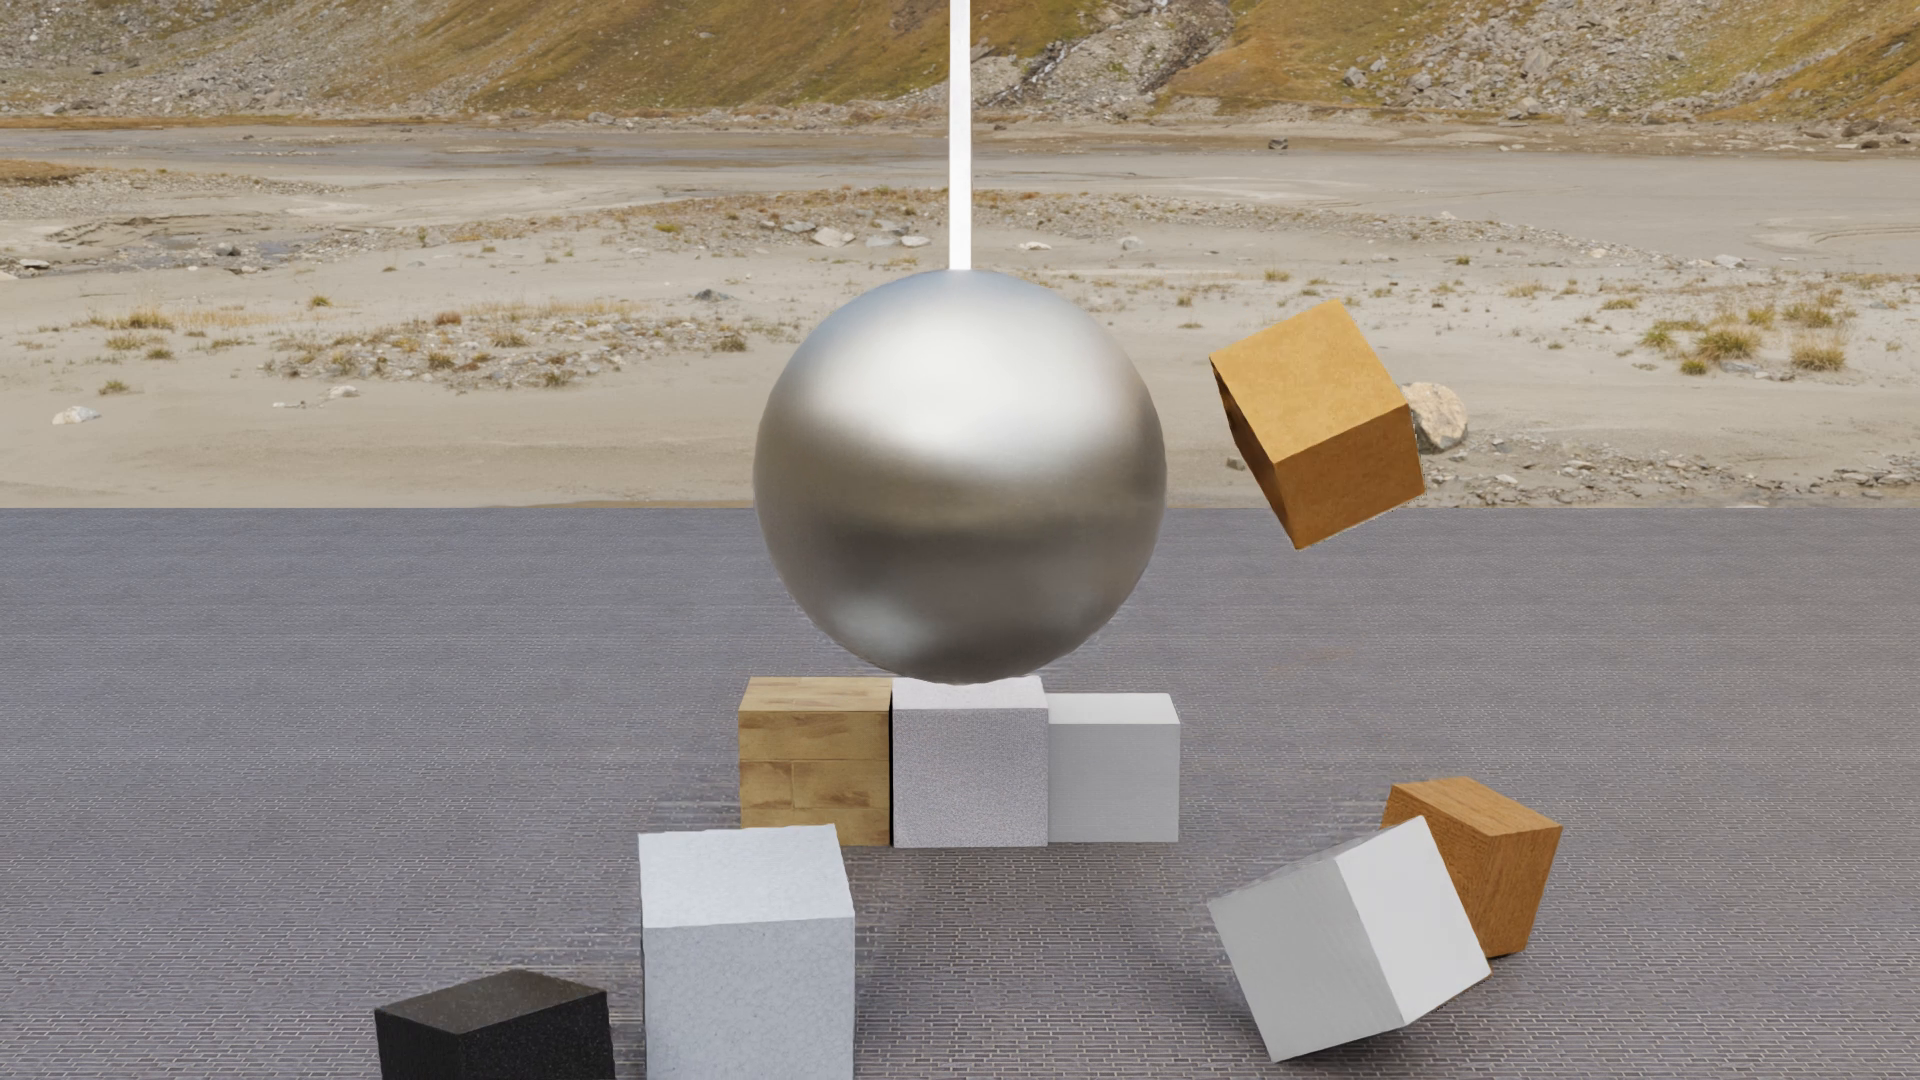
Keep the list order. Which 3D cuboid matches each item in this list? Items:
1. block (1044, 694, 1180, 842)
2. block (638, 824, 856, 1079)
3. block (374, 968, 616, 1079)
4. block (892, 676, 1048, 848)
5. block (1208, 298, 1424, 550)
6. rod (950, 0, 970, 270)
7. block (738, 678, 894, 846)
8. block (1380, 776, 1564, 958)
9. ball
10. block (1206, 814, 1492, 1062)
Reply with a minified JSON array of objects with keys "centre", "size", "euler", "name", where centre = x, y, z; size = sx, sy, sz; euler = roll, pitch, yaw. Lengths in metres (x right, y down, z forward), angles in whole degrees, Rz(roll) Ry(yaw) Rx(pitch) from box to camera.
[{"centre":[0.773,1.171,11.392],"size":[0.666,0.619,0.615],"euler":[0,10,0],"name":"block"},{"centre":[-0.830,1.599,8.450],"size":[0.770,0.715,0.725],"euler":[-2,21,-9],"name":"block"},{"centre":[-1.622,1.857,7.712],"size":[0.575,0.501,0.605],"euler":[-9,5,-41],"name":"block"},{"centre":[0.043,1.133,11.323],"size":[0.774,0.719,0.653],"euler":[0,10,-2],"name":"block"},{"centre":[1.359,-0.443,8.376],"size":[0.535,0.536,0.619],"euler":[-24,49,1],"name":"block"},{"centre":[0.000,-3.521,9.398],"size":[0.080,5.200,0.080],"euler":[0,-15,0],"name":"rod"},{"centre":[-0.730,1.134,11.367],"size":[0.751,0.703,0.696],"euler":[0,10,0],"name":"block"},{"centre":[2.177,1.431,9.595],"size":[0.535,0.598,0.534],"euler":[0,19,-41],"name":"block"},{"centre":[0.000,-0.242,8.500],"size":[1.600,1.600,1.600],"euler":[0,10,0],"name":"ball"},{"centre":[1.504,1.542,8.520],"size":[0.622,0.656,0.667],"euler":[-14,-12,-46],"name":"block"}]
